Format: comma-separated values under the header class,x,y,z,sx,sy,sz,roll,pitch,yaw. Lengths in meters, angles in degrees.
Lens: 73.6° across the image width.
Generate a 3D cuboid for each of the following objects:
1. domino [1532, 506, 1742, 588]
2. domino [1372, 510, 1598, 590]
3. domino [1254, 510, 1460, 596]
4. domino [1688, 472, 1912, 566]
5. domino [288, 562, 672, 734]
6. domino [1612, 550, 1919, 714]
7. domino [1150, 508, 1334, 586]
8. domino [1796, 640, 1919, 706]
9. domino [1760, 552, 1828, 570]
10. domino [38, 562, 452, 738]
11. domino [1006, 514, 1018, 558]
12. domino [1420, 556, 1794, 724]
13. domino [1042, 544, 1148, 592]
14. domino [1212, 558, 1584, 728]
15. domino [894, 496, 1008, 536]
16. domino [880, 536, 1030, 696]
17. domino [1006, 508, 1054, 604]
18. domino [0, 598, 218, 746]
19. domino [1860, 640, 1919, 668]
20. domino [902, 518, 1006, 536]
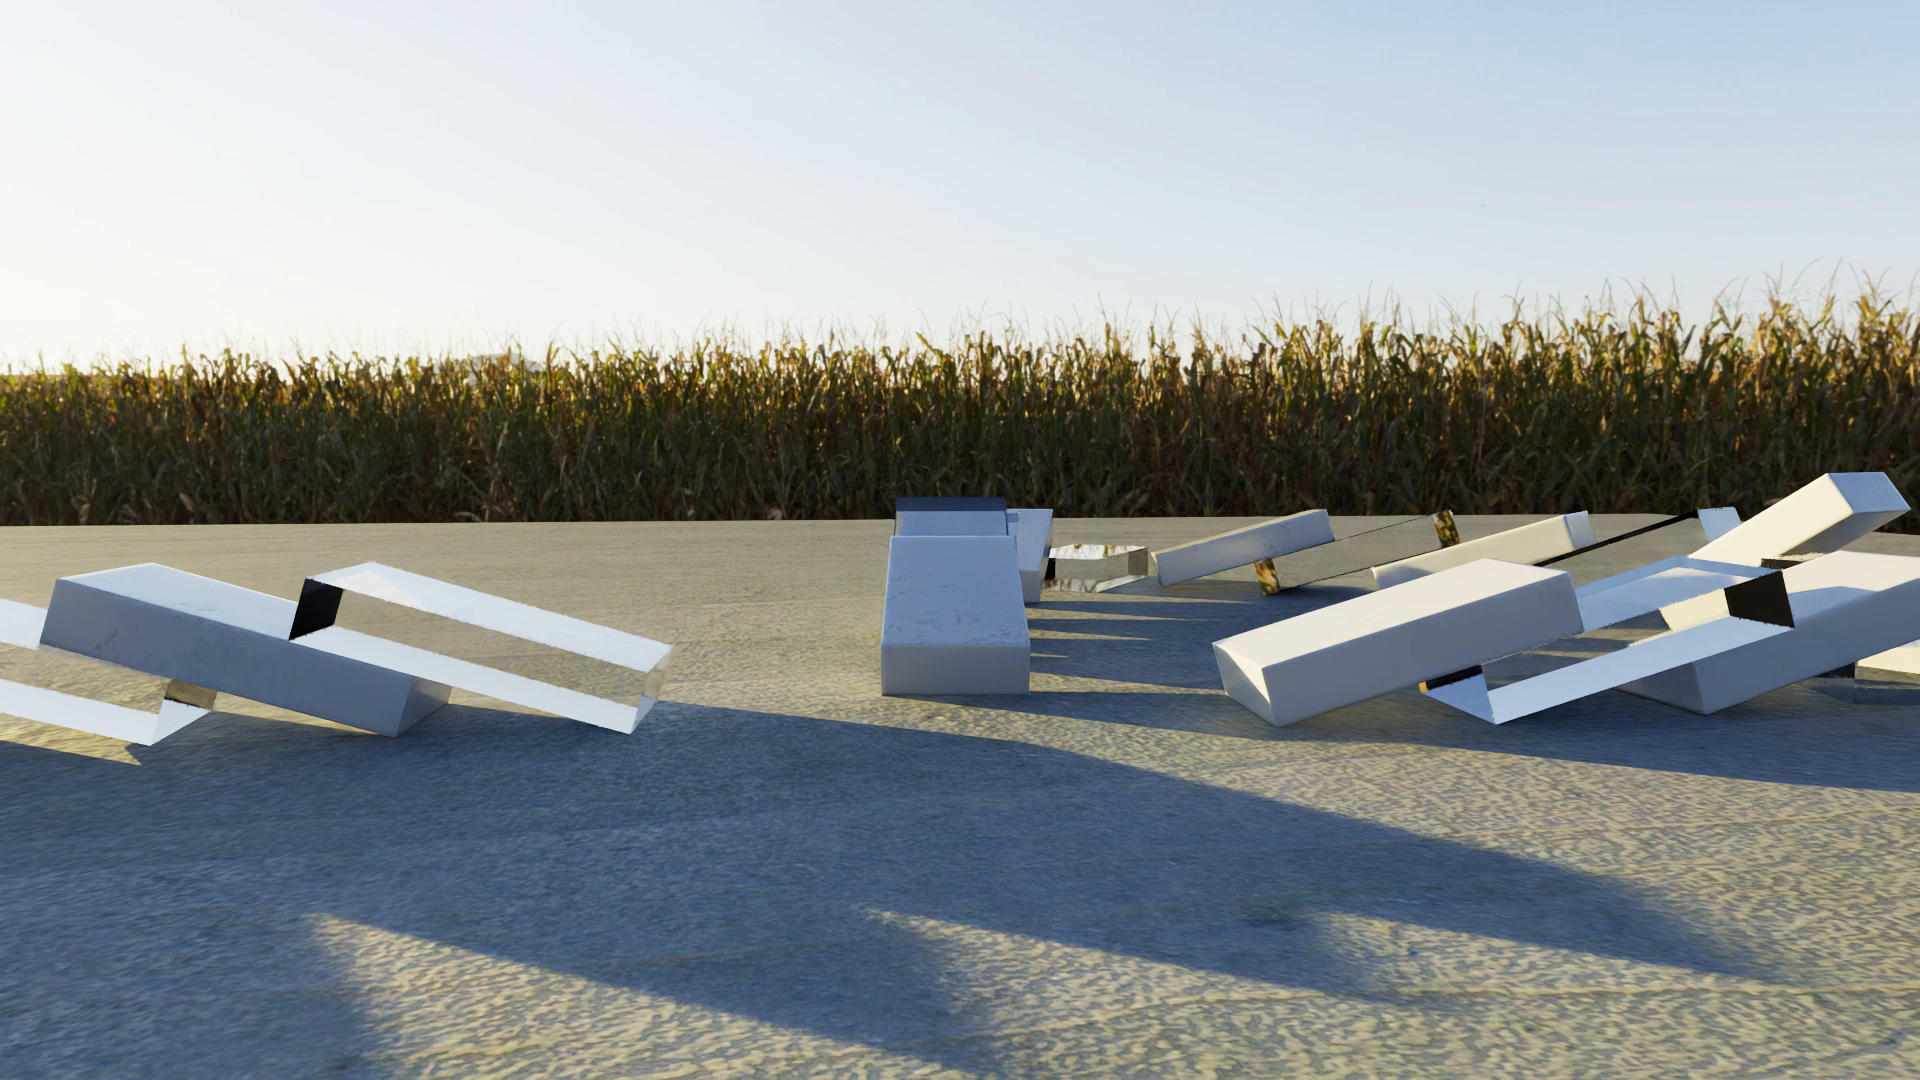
class,x,y,z,sx,sy,sz,roll,pitch,yaw
domino,0.160,0.005,0.312,0.025,0.010,0.050,-4,-16,-42
domino,0.138,0.005,0.339,0.050,0.010,0.025,-20,-9,37
domino,0.111,0.004,0.359,0.050,0.009,0.025,-18,-6,32
domino,0.176,0.003,0.282,0.025,0.009,0.050,-3,-30,-32
domino,-0.072,0.016,0.198,0.050,0.010,0.025,16,3,-5
domino,0.137,0.015,0.215,0.050,0.009,0.025,-17,6,-7
domino,0.083,0.002,0.379,0.050,0.010,0.025,-15,0,6
domino,0.172,0.021,0.219,0.050,0.010,0.025,1,4,7
domino,0.189,0.010,0.250,0.025,0.009,0.050,-2,5,-29
domino,-0.105,0.016,0.195,0.050,0.009,0.025,17,3,-6
domino,0.002,0.006,0.332,0.025,0.010,0.050,0,21,4
domino,0.103,0.015,0.208,0.050,0.009,0.025,-17,6,-4
domino,0.038,0.008,0.395,0.025,0.009,0.050,2,5,25
domino,0.069,0.016,0.206,0.050,0.009,0.025,-17,6,-4
domino,-0.002,0.007,0.276,0.025,0.009,0.050,0,30,-1
domino,-0.001,0.013,0.239,0.025,0.009,0.050,0,22,-1
domino,0.012,0.004,0.365,0.025,0.009,0.050,1,20,8
domino,-0.139,0.017,0.187,0.050,0.009,0.025,17,0,-13
domino,0.202,0.019,0.258,0.050,0.010,0.025,-2,5,-30
domino,-0.001,0.008,0.299,0.025,0.009,0.050,0,22,-1
